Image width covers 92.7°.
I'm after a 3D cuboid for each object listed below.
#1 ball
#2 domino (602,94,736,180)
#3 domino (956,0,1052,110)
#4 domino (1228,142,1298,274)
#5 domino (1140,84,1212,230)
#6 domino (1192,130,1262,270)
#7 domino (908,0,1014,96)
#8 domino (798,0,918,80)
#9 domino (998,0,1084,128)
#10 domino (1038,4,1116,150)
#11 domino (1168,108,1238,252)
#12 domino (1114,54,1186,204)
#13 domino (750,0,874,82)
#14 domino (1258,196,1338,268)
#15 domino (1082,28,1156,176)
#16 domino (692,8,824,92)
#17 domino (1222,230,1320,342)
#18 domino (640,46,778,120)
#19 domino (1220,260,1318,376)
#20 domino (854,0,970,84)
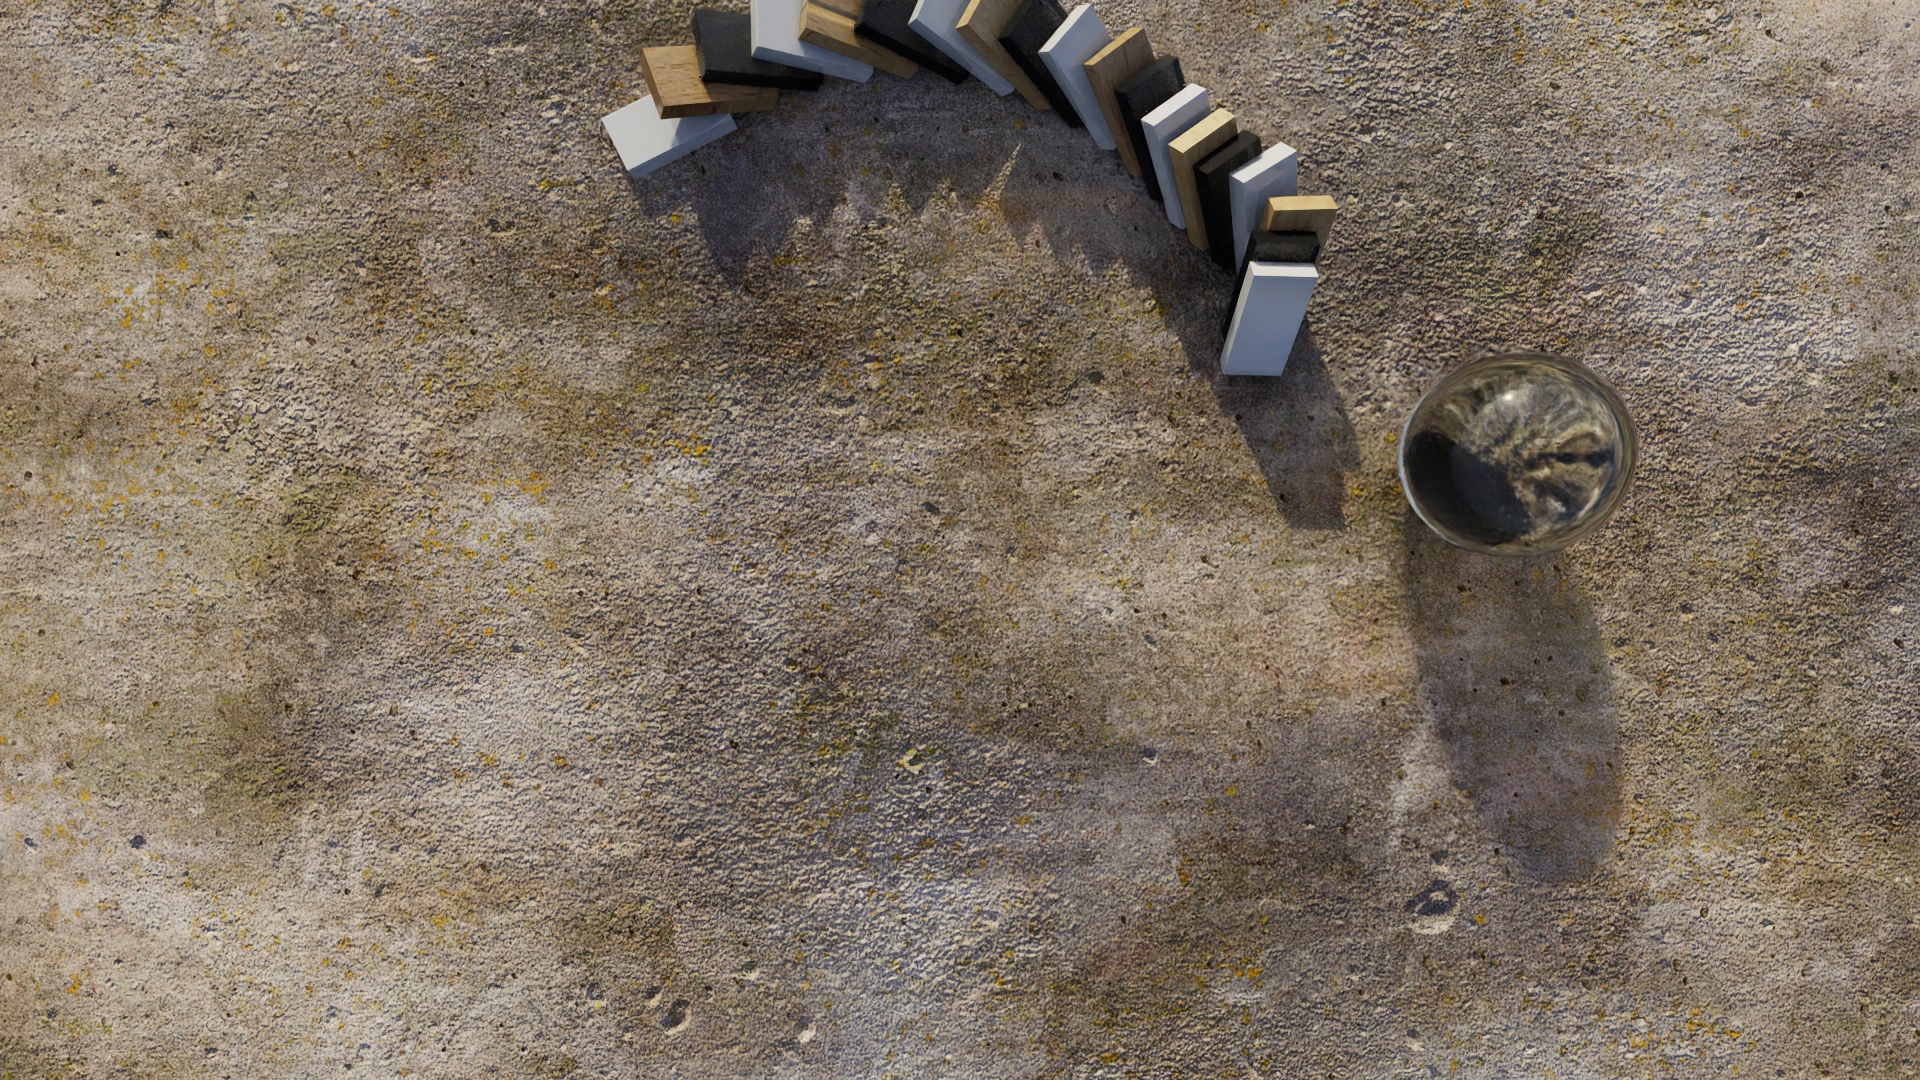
[{"bbox_3d":[0.216,-0.033,0.360,0.080,0.080,0.080,0,90,0],"label":"ball"},{"bbox_3d":[-0.125,-0.180,0.395,0.050,0.010,0.025,-27,90,0],"label":"domino"},{"bbox_3d":[0.025,-0.207,0.382,0.050,0.010,0.025,29,90,-34],"label":"domino"},{"bbox_3d":[0.125,-0.133,0.377,0.025,0.050,0.010,-32,50,-4],"label":"domino"},{"bbox_3d":[0.094,-0.157,0.379,0.025,0.050,0.010,-35,46,0],"label":"domino"},{"bbox_3d":[0.113,-0.139,0.378,0.025,0.050,0.010,-35,51,0],"label":"domino"},{"bbox_3d":[0.006,-0.213,0.384,0.050,0.010,0.025,24,90,-28],"label":"domino"},{"bbox_3d":[-0.041,-0.216,0.384,0.050,0.009,0.025,7,88,-27],"label":"domino"},{"bbox_3d":[0.041,-0.200,0.382,0.050,0.009,0.025,34,90,-36],"label":"domino"},{"bbox_3d":[0.057,-0.191,0.381,0.025,0.009,0.050,-49,126,0],"label":"domino"},{"bbox_3d":[0.104,-0.147,0.378,0.025,0.050,0.009,-35,51,0],"label":"domino"},{"bbox_3d":[0.084,-0.170,0.380,0.025,0.010,0.050,-35,130,0],"label":"domino"},{"bbox_3d":[-0.062,-0.212,0.385,0.050,0.009,0.025,-1,90,-27],"label":"domino"},{"bbox_3d":[0.134,-0.116,0.377,0.025,0.050,0.009,-2,51,-2],"label":"domino"},{"bbox_3d":[0.073,-0.182,0.382,0.025,0.010,0.050,-36,126,0],"label":"domino"},{"bbox_3d":[-0.084,-0.205,0.384,0.050,0.010,0.025,-9,89,-27],"label":"domino"},{"bbox_3d":[0.127,-0.102,0.378,0.025,0.050,0.010,2,51,0],"label":"domino"},{"bbox_3d":[-0.105,-0.193,0.384,0.050,0.010,0.025,-20,89,-28],"label":"domino"},{"bbox_3d":[0.126,-0.090,0.378,0.025,0.050,0.010,2,51,0],"label":"domino"},{"bbox_3d":[-0.017,-0.215,0.384,0.050,0.010,0.025,14,90,-28],"label":"domino"}]
